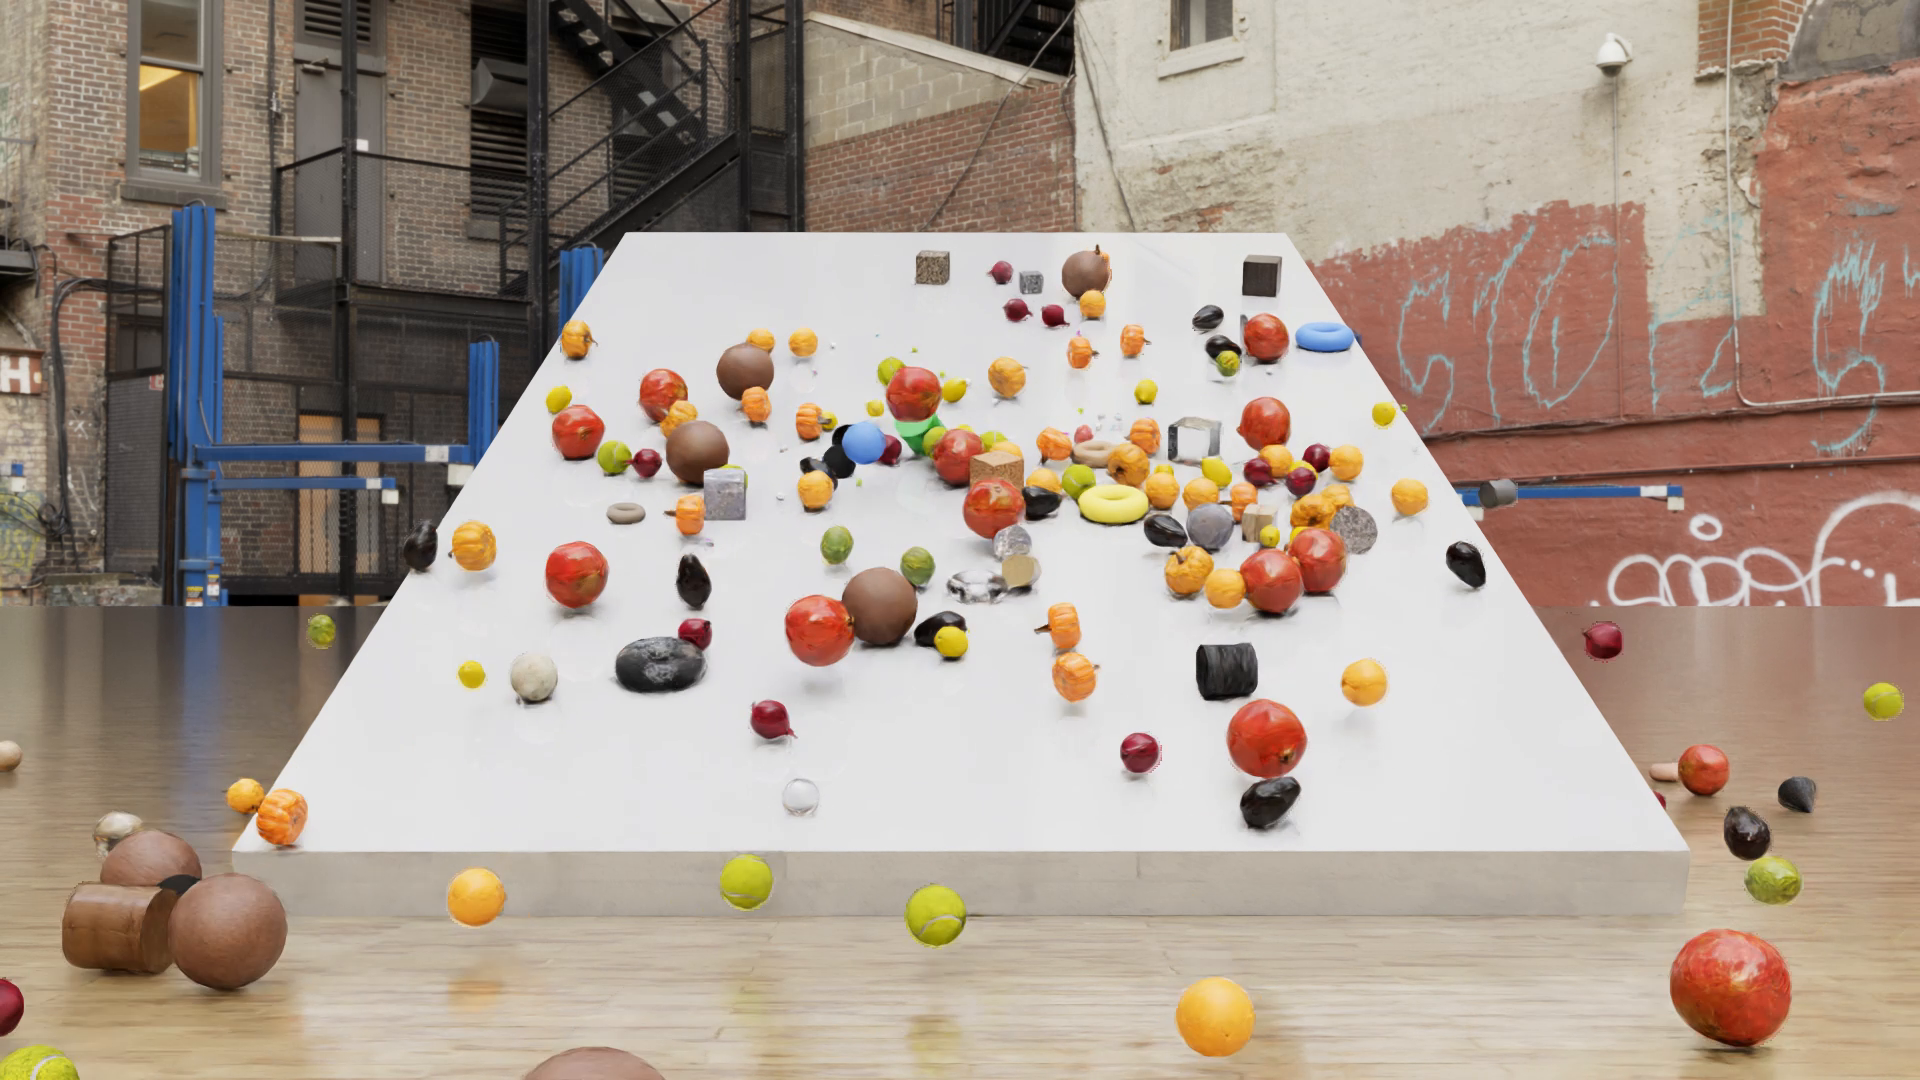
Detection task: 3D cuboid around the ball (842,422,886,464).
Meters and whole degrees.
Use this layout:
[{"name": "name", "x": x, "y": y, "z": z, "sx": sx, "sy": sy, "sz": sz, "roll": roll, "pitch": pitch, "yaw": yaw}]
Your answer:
[{"name": "ball", "x": -0.189, "y": -0.191, "z": 4.462, "sx": 0.085, "sy": 0.085, "sz": 0.085, "roll": 0, "pitch": -2, "yaw": 0}]

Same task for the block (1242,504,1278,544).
[{"name": "block", "x": 0.569, "y": -0.031, "z": 4.286, "sx": 0.057, "sy": 0.057, "sz": 0.057, "roll": 7, "pitch": 21, "yaw": 17}]

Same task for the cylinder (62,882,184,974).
[{"name": "cylinder", "x": -0.979, "y": 0.454, "z": 2.649, "sx": 0.099, "sy": 0.099, "sz": 0.099, "roll": 3, "pitch": -1, "yaw": 10}]

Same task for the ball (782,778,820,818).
[{"name": "ball", "x": -0.224, "y": 0.364, "z": 3.193, "sx": 0.055, "sy": 0.055, "sz": 0.055, "roll": 0, "pitch": -2, "yaw": 0}]

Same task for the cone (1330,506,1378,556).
[{"name": "cone", "x": 0.725, "y": -0.012, "z": 4.257, "sx": 0.092, "sy": 0.092, "sz": 0.092, "roll": 0, "pitch": -7, "yaw": -9}]

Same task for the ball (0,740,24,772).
[{"name": "ball", "x": -2.432, "y": 0.551, "z": 5.777, "sx": 0.078, "sy": 0.078, "sz": 0.078, "roll": 0, "pitch": -2, "yaw": 0}]

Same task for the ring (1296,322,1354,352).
[{"name": "ring", "x": 0.903, "y": -0.504, "z": 5.612, "sx": 0.145, "sy": 0.048, "sz": 0.145, "roll": -1, "pitch": 21, "yaw": 0}]

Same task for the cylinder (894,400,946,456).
[{"name": "cylinder", "x": -0.082, "y": -0.235, "z": 4.743, "sx": 0.086, "sy": 0.086, "sz": 0.086, "roll": -1, "pitch": -26, "yaw": 22}]

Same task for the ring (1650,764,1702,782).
[{"name": "ring", "x": 1.729, "y": 0.562, "z": 5.473, "sx": 0.122, "sy": 0.041, "sz": 0.122, "roll": 1, "pitch": -2, "yaw": 0}]

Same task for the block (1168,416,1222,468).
[{"name": "block", "x": 0.490, "y": -0.205, "z": 4.734, "sx": 0.081, "sy": 0.081, "sz": 0.081, "roll": 12, "pitch": 23, "yaw": 31}]

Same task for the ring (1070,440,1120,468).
[{"name": "ring", "x": 0.282, "y": -0.179, "z": 4.728, "sx": 0.106, "sy": 0.035, "sz": 0.106, "roll": -1, "pitch": 21, "yaw": 0}]

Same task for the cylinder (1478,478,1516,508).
[{"name": "cylinder", "x": 1.084, "y": -0.094, "z": 4.564, "sx": 0.053, "sy": 0.053, "sz": 0.053, "roll": -12, "pitch": 4, "yaw": -28}]

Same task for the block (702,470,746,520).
[{"name": "block", "x": -0.458, "y": -0.088, "z": 4.410, "sx": 0.078, "sy": 0.078, "sz": 0.078, "roll": -1, "pitch": 20, "yaw": -3}]

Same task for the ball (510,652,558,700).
[{"name": "ball", "x": -0.671, "y": 0.216, "z": 3.571, "sx": 0.076, "sy": 0.076, "sz": 0.076, "roll": 0, "pitch": -2, "yaw": 0}]

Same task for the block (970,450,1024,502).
[{"name": "block", "x": 0.074, "y": -0.128, "z": 4.526, "sx": 0.076, "sy": 0.076, "sz": 0.076, "roll": -14, "pitch": 24, "yaw": -35}]

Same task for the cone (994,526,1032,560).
[{"name": "cone", "x": 0.099, "y": 0.011, "z": 4.205, "sx": 0.071, "sy": 0.071, "sz": 0.071, "roll": 0, "pitch": -7, "yaw": 4}]

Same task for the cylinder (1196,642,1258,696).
[{"name": "cylinder", "x": 0.423, "y": 0.205, "z": 3.595, "sx": 0.080, "sy": 0.080, "sz": 0.080, "roll": -3, "pitch": -1, "yaw": -10}]

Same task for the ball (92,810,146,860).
[{"name": "ball", "x": -1.413, "y": 0.496, "z": 3.806, "sx": 0.083, "sy": 0.083, "sz": 0.083, "roll": 0, "pitch": -2, "yaw": 0}]

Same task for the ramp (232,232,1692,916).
[{"name": "ramp", "x": -0.005, "y": -0.205, "z": 4.999, "sx": 2.000, "sy": 0.100, "sz": 4.000, "roll": 0, "pitch": 20, "yaw": 0}]

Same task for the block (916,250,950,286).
[{"name": "block", "x": -0.075, "y": -0.752, "z": 6.252, "sx": 0.079, "sy": 0.079, "sz": 0.079, "roll": 4, "pitch": 20, "yaw": 11}]

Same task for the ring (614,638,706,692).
[{"name": "ring", "x": -0.484, "y": 0.200, "z": 3.653, "sx": 0.147, "sy": 0.049, "sz": 0.147, "roll": 1, "pitch": 21, "yaw": 0}]

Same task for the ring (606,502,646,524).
[{"name": "ring", "x": -0.647, "y": -0.052, "z": 4.386, "sx": 0.075, "sy": 0.025, "sz": 0.075, "roll": 4, "pitch": 21, "yaw": -1}]

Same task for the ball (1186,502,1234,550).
[{"name": "ball", "x": 0.467, "y": -0.026, "z": 4.226, "sx": 0.088, "sy": 0.088, "sz": 0.088, "roll": 0, "pitch": -2, "yaw": 0}]

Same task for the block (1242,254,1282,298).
[{"name": "block", "x": 0.818, "y": -0.716, "z": 6.134, "sx": 0.093, "sy": 0.093, "sz": 0.093, "roll": 5, "pitch": 20, "yaw": 14}]

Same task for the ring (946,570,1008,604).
[{"name": "ring", "x": 0.030, "y": 0.084, "z": 3.996, "sx": 0.112, "sy": 0.037, "sz": 0.112, "roll": 1, "pitch": 19, "yaw": 0}]

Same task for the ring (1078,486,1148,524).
[{"name": "ring", "x": 0.299, "y": -0.070, "z": 4.411, "sx": 0.138, "sy": 0.046, "sz": 0.138, "roll": -1, "pitch": 21, "yaw": 0}]

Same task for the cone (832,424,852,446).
[{"name": "cone", "x": -0.235, "y": -0.205, "z": 4.801, "sx": 0.072, "sy": 0.072, "sz": 0.072, "roll": 0, "pitch": -7, "yaw": -1}]

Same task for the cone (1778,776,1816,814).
[{"name": "cone", "x": 1.737, "y": 0.542, "z": 4.661, "sx": 0.082, "sy": 0.082, "sz": 0.082, "roll": 0, "pitch": 25, "yaw": 0}]

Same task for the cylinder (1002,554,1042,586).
[{"name": "cylinder", "x": 0.109, "y": 0.054, "z": 4.022, "sx": 0.059, "sy": 0.059, "sz": 0.059, "roll": 0, "pitch": -2, "yaw": 15}]

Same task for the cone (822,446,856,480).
[{"name": "cone", "x": -0.255, "y": -0.154, "z": 4.662, "sx": 0.071, "sy": 0.071, "sz": 0.071, "roll": 0, "pitch": -7, "yaw": -14}]

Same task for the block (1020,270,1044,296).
[{"name": "block", "x": 0.194, "y": -0.697, "z": 6.137, "sx": 0.054, "sy": 0.054, "sz": 0.054, "roll": -2, "pitch": 20, "yaw": -7}]
